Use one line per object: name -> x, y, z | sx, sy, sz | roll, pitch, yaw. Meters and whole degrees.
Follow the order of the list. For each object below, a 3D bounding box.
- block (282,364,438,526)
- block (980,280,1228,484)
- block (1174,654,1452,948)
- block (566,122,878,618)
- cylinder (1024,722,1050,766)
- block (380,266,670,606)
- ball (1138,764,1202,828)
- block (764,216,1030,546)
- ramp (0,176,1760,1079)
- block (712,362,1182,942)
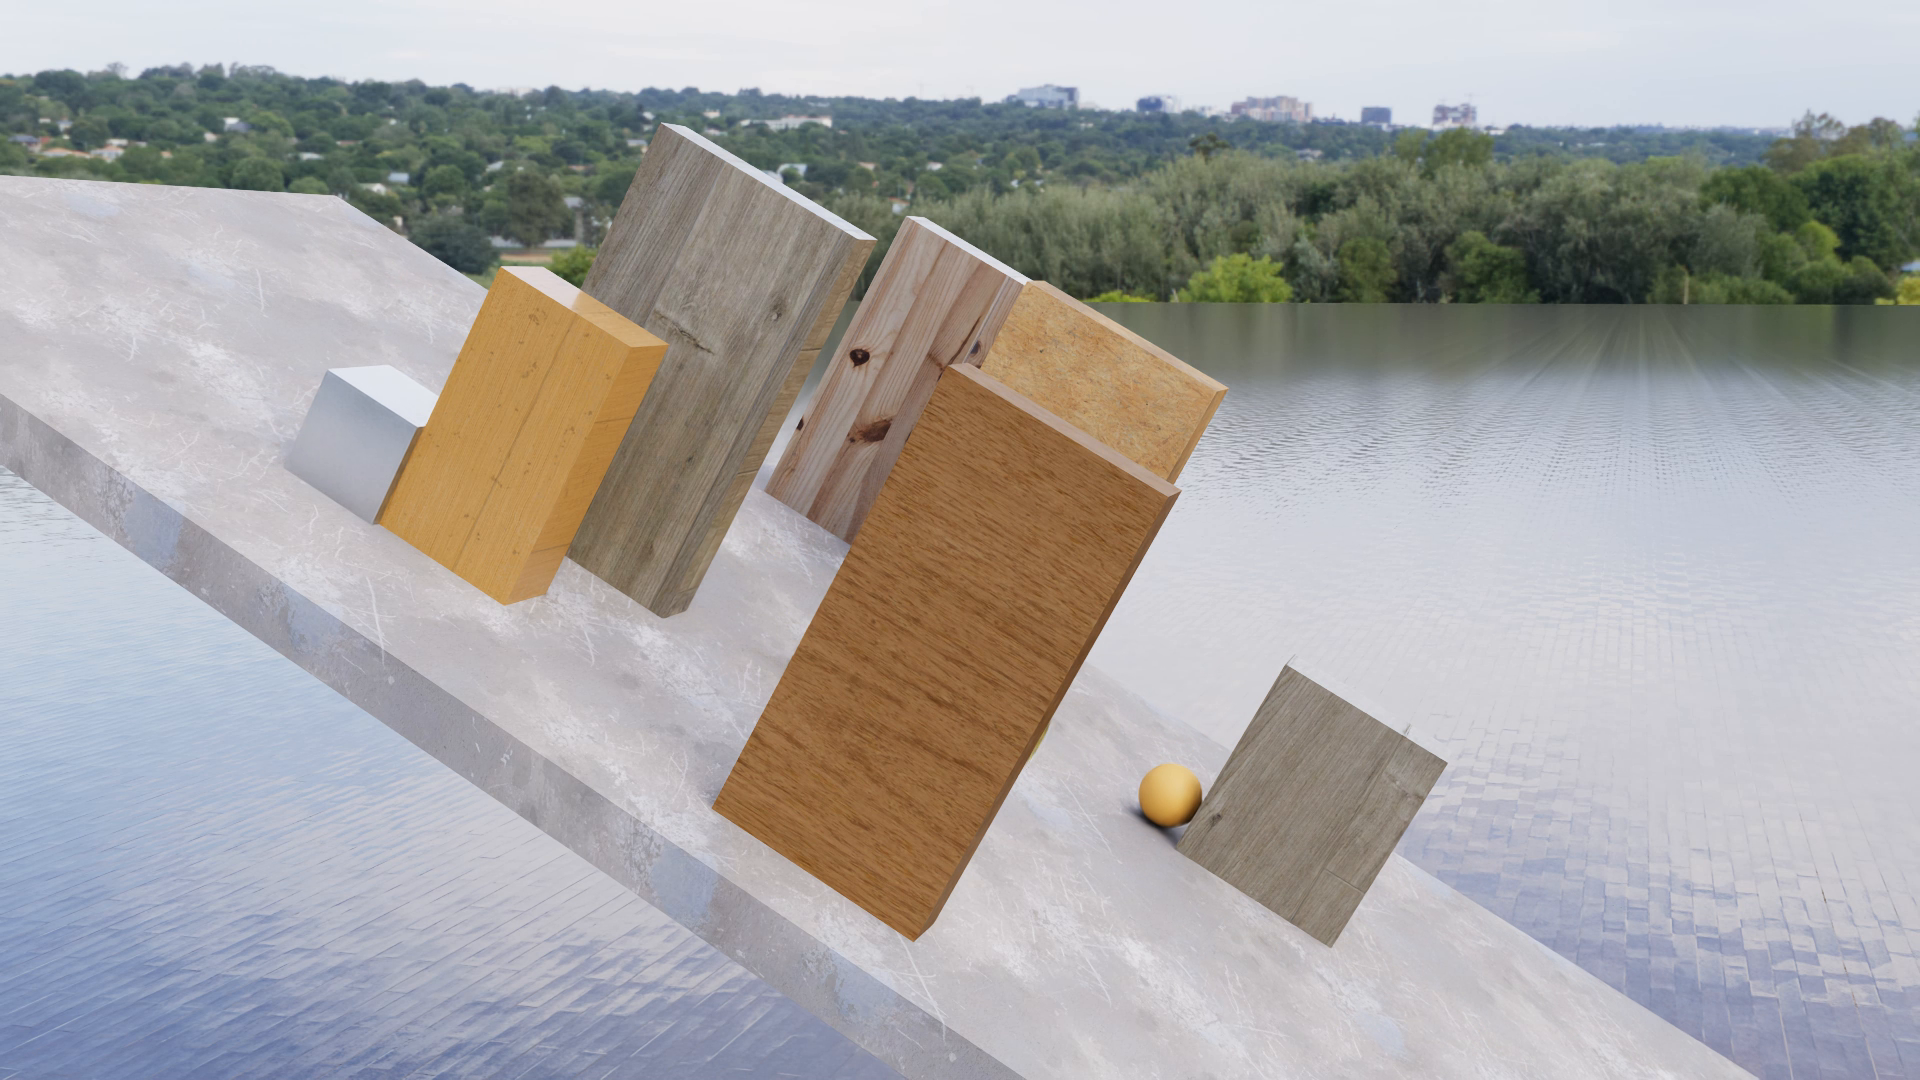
block -> -0.990, -0.165, 3.755 | 0.191, 0.191, 0.191 | 32, 15, 11
block -> 0.157, -0.083, 4.473 | 0.438, 0.766, 0.134 | 32, 15, 11
block -> 0.666, 0.491, 4.153 | 0.344, 0.421, 0.116 | 32, 15, 11
block -> -0.513, -0.299, 3.941 | 0.418, 0.772, 0.103 | 32, 15, 11
cylinder -> 0.048, 0.334, 4.037 | 0.169, 0.169, 0.169 | 35, 22, 23
block -> -0.729, -0.176, 3.675 | 0.264, 0.491, 0.146 | 32, 15, 11
ball -> 0.408, 0.495, 4.254 | 0.124, 0.124, 0.124 | 0, 7, 0
block -> -0.092, -0.312, 4.919 | 0.410, 0.704, 0.129 | 32, 15, 11
ramp -> -0.199, 0.329, 4.136 | 4.000, 0.100, 2.000 | 32, 15, 11
block -> -0.029, 0.168, 3.245 | 0.368, 0.771, 0.099 | 32, 15, 11
